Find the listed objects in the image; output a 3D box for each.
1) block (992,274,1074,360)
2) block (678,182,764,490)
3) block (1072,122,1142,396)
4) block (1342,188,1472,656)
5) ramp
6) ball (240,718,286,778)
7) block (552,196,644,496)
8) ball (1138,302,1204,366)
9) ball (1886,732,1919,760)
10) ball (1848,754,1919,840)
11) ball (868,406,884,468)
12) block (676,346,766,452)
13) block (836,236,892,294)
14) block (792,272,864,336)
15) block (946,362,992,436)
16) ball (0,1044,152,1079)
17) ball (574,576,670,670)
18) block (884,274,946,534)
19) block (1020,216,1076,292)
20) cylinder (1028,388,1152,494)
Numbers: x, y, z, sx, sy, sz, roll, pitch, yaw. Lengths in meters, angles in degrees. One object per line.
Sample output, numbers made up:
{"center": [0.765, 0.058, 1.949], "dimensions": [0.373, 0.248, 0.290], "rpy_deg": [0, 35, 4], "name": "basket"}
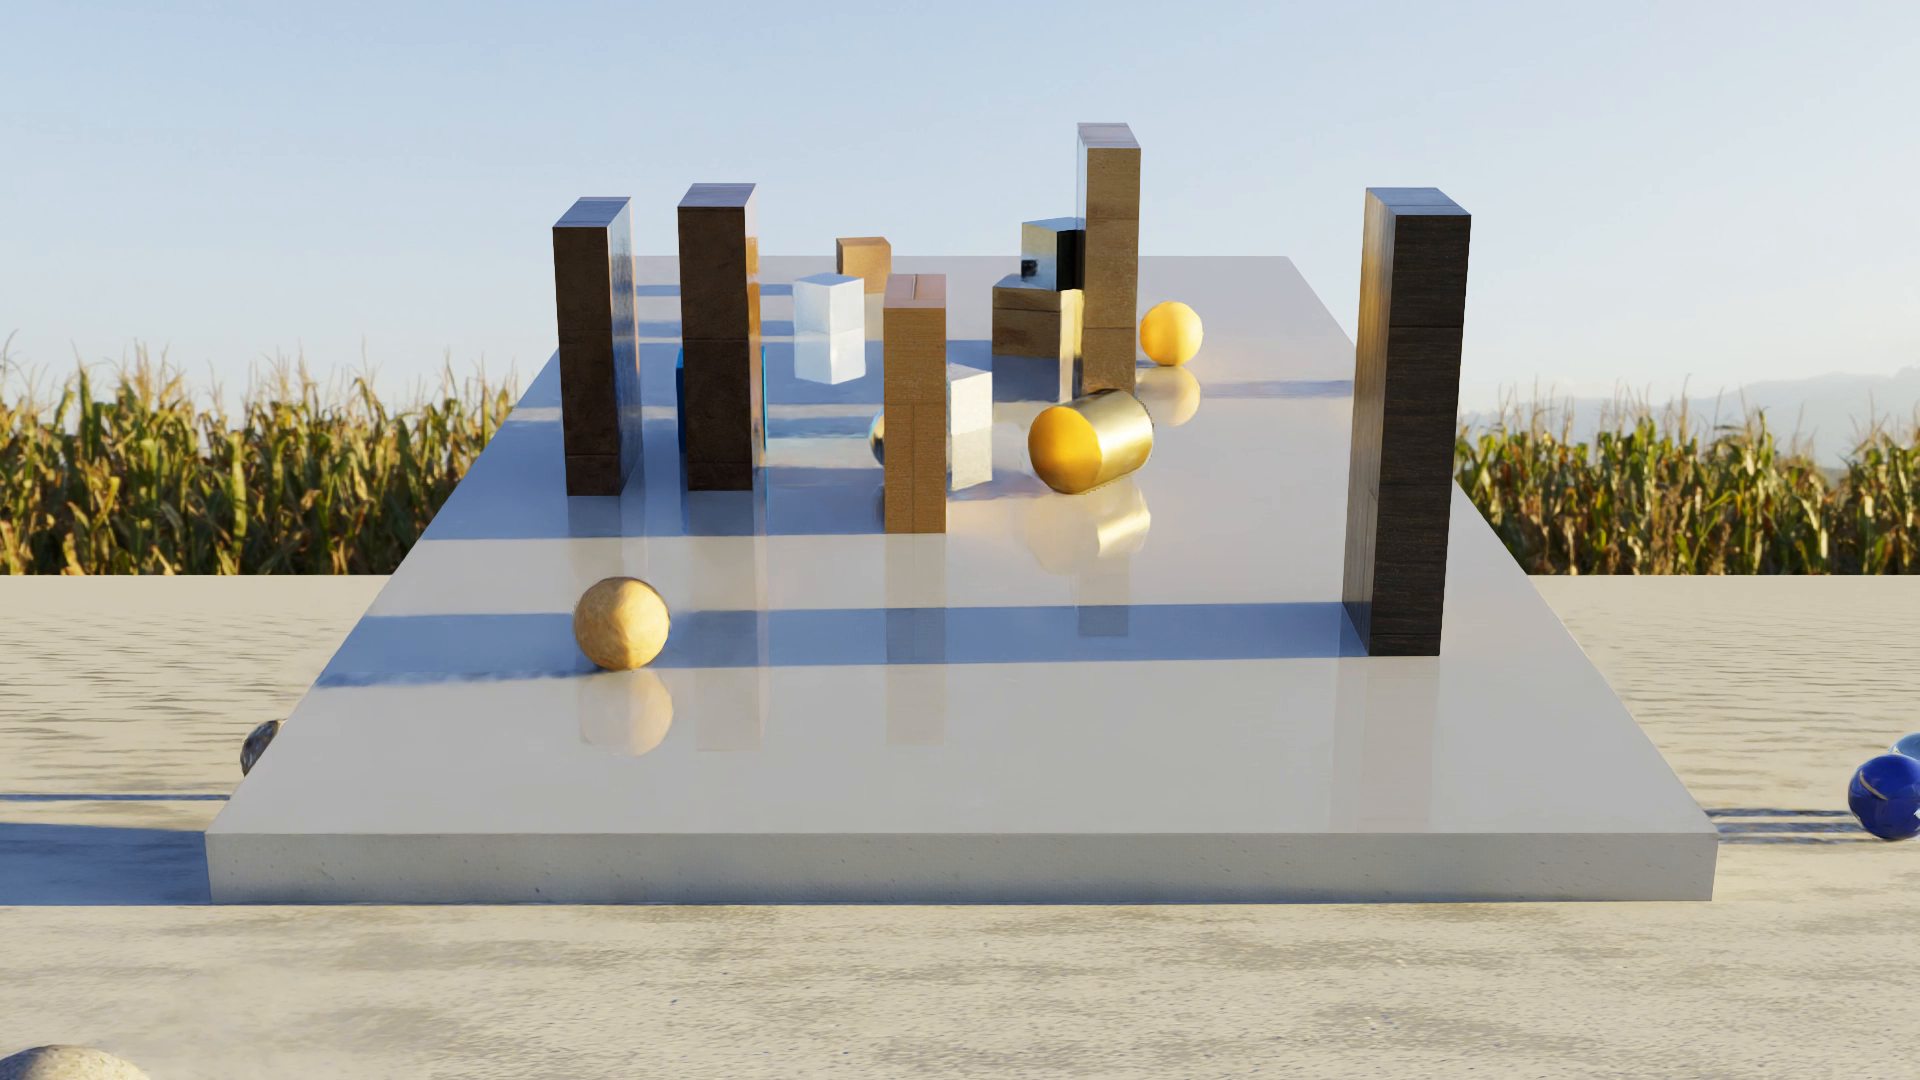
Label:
{"center": [0.185, -0.558, 5.566], "dimensions": [0.171, 0.171, 0.171], "rpy_deg": [5, 19, 15], "name": "block"}
{"center": [-0.475, -0.410, 4.478], "dimensions": [0.128, 0.565, 0.279], "rpy_deg": [0, 18, 0], "name": "block"}
{"center": [0.338, -0.655, 5.216], "dimensions": [0.118, 0.574, 0.424], "rpy_deg": [0, 18, 0], "name": "block"}
{"center": [0.709, -0.191, 3.586], "dimensions": [0.114, 0.707, 0.258], "rpy_deg": [0, 18, 0], "name": "block"}
{"center": [-0.004, -0.188, 4.871], "dimensions": [2.000, 0.100, 4.000], "rpy_deg": [0, 18, 0], "name": "ramp"}
{"center": [-1.316, 0.423, 4.342], "dimensions": [0.153, 0.153, 0.153], "rpy_deg": [0, -1, 0], "name": "ball"}
{"center": [-0.720, -0.394, 4.481], "dimensions": [0.104, 0.531, 0.347], "rpy_deg": [0, 18, 0], "name": "block"}
{"center": [0.510, -0.500, 5.416], "dimensions": [0.155, 0.155, 0.155], "rpy_deg": [0, -1, 0], "name": "ball"}
{"center": [1.756, 0.422, 4.068], "dimensions": [0.148, 0.148, 0.148], "rpy_deg": [0, -1, 0], "name": "ball"}
{"center": [1.526, 0.420, 3.658], "dimensions": [0.142, 0.142, 0.142], "rpy_deg": [0, -1, 0], "name": "ball"}
{"center": [-0.107, -0.208, 4.520], "dimensions": [0.156, 0.156, 0.156], "rpy_deg": [0, -1, 0], "name": "ball"}
{"center": [-0.505, -0.300, 4.759], "dimensions": [0.181, 0.181, 0.181], "rpy_deg": [-1, 18, -4], "name": "block"}
{"center": [-0.270, -0.769, 6.268], "dimensions": [0.134, 0.134, 0.134], "rpy_deg": [-3, 18, -11], "name": "block"}
{"center": [-0.340, -0.611, 5.792], "dimensions": [0.129, 0.129, 0.129], "rpy_deg": [15, 23, 37], "name": "block"}
{"center": [-0.017, -0.306, 4.875], "dimensions": [0.122, 0.122, 0.122], "rpy_deg": [-17, 25, -42], "name": "block"}
{"center": [-0.553, 0.386, 1.368], "dimensions": [0.151, 0.151, 0.151], "rpy_deg": [0, -1, 0], "name": "ball"}
{"center": [-0.529, 0.130, 3.499], "dimensions": [0.149, 0.149, 0.149], "rpy_deg": [0, -1, 0], "name": "ball"}
{"center": [-0.083, -0.264, 4.256], "dimensions": [0.113, 0.428, 0.312], "rpy_deg": [0, 18, 0], "name": "block"}
{"center": [0.253, -0.703, 5.498], "dimensions": [0.147, 0.147, 0.147], "rpy_deg": [-12, 22, -32], "name": "block"}
{"center": [0.259, -0.198, 4.455], "dimensions": [0.178, 0.178, 0.178], "rpy_deg": [-1, 14, 40], "name": "cylinder"}
